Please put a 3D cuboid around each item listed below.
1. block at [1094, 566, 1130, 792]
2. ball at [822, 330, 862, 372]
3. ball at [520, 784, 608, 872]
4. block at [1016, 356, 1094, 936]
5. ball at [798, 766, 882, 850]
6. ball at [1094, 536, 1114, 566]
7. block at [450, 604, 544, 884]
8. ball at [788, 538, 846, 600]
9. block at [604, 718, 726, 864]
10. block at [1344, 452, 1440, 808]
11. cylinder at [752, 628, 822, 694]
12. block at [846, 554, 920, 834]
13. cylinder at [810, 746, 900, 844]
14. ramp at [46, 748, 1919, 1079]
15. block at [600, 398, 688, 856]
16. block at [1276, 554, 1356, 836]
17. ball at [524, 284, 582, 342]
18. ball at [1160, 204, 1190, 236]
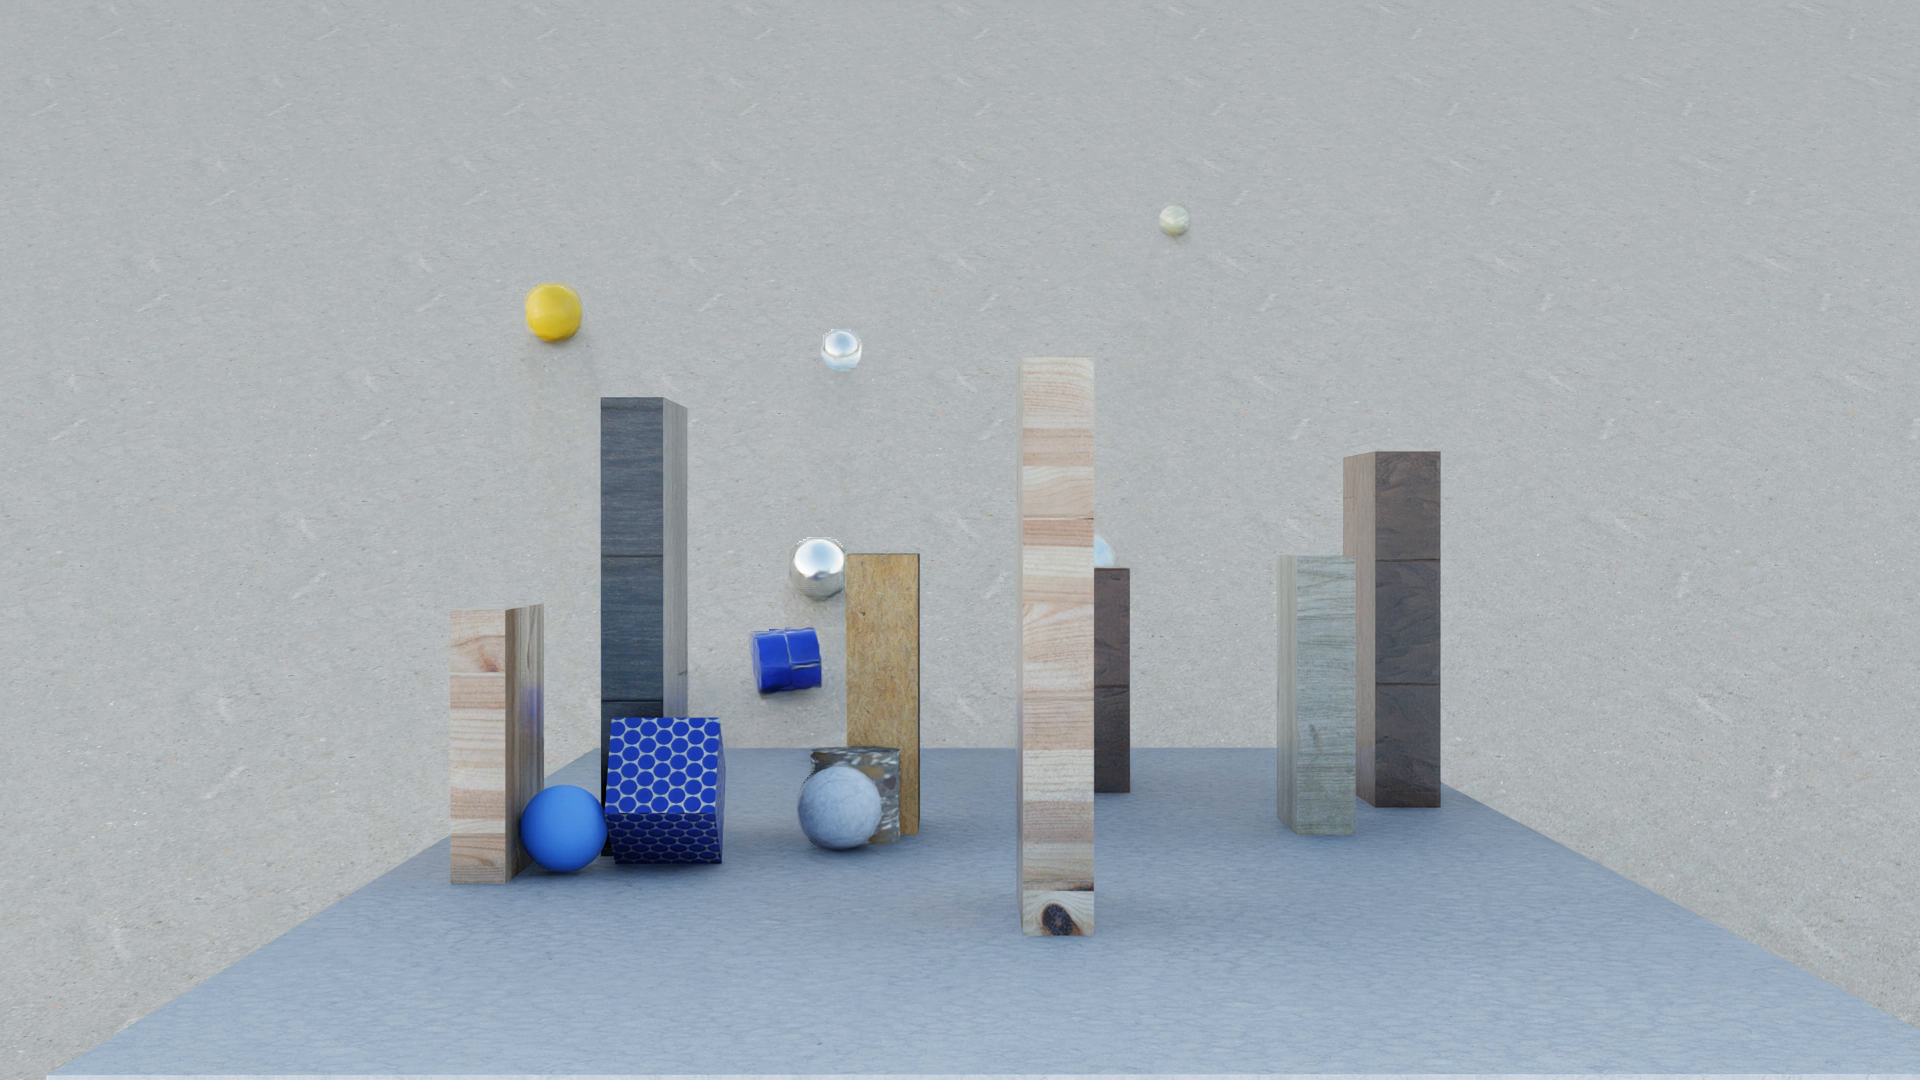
[{"bbox_3d":[0.314,0.298,5.642,0.094,0.477,0.293,0,0,0],"label":"block"},{"bbox_3d":[-0.401,-0.639,8.757,0.137,0.137,0.137,0,29,0],"label":"ball"},{"bbox_3d":[-0.646,0.470,4.215,0.143,0.143,0.143,0,29,0],"label":"ball"},{"bbox_3d":[0.135,0.145,3.741,0.097,0.795,0.383,0,0,0],"label":"block"},{"bbox_3d":[-0.209,0.467,4.507,0.146,0.146,0.146,0,29,0],"label":"ball"},{"bbox_3d":[0.368,0.061,7.498,0.155,0.155,0.155,0,29,0],"label":"ball"},{"bbox_3d":[-0.760,0.325,4.268,0.087,0.432,0.380,0,0,0],"label":"block"},{"bbox_3d":[-0.404,0.083,7.438,0.176,0.176,0.176,0,29,0],"label":"ball"},{"bbox_3d":[-0.487,0.417,4.299,0.178,0.178,0.178,0,55,-1],"label":"block"},{"bbox_3d":[0.900,0.179,5.412,0.132,0.716,0.434,0,0,0],"label":"block"},{"bbox_3d":[-0.471,0.328,7.016,0.163,0.163,0.163,-6,30,-12],"label":"cylinder"},{"bbox_3d":[-0.143,0.283,4.875,0.131,0.513,0.270,0,0,0],"label":"block"},{"bbox_3d":[-0.189,0.459,4.659,0.162,0.162,0.162,0,0,0],"label":"cylinder"},{"bbox_3d":[0.066,0.590,4.642,2.000,0.100,4.000,0,0,0],"label":"ramp"},{"bbox_3d":[-0.561,0.148,4.619,0.107,0.785,0.396,0,0,0],"label":"block"},{"bbox_3d":[0.669,0.284,4.871,0.107,0.510,0.299,0,0,0],"label":"block"},{"bbox_3d":[-1.407,-0.786,8.955,0.199,0.199,0.199,0,29,0],"label":"ball"},{"bbox_3d":[0.813,-1.212,9.794,0.117,0.117,0.117,0,29,0],"label":"ball"}]
